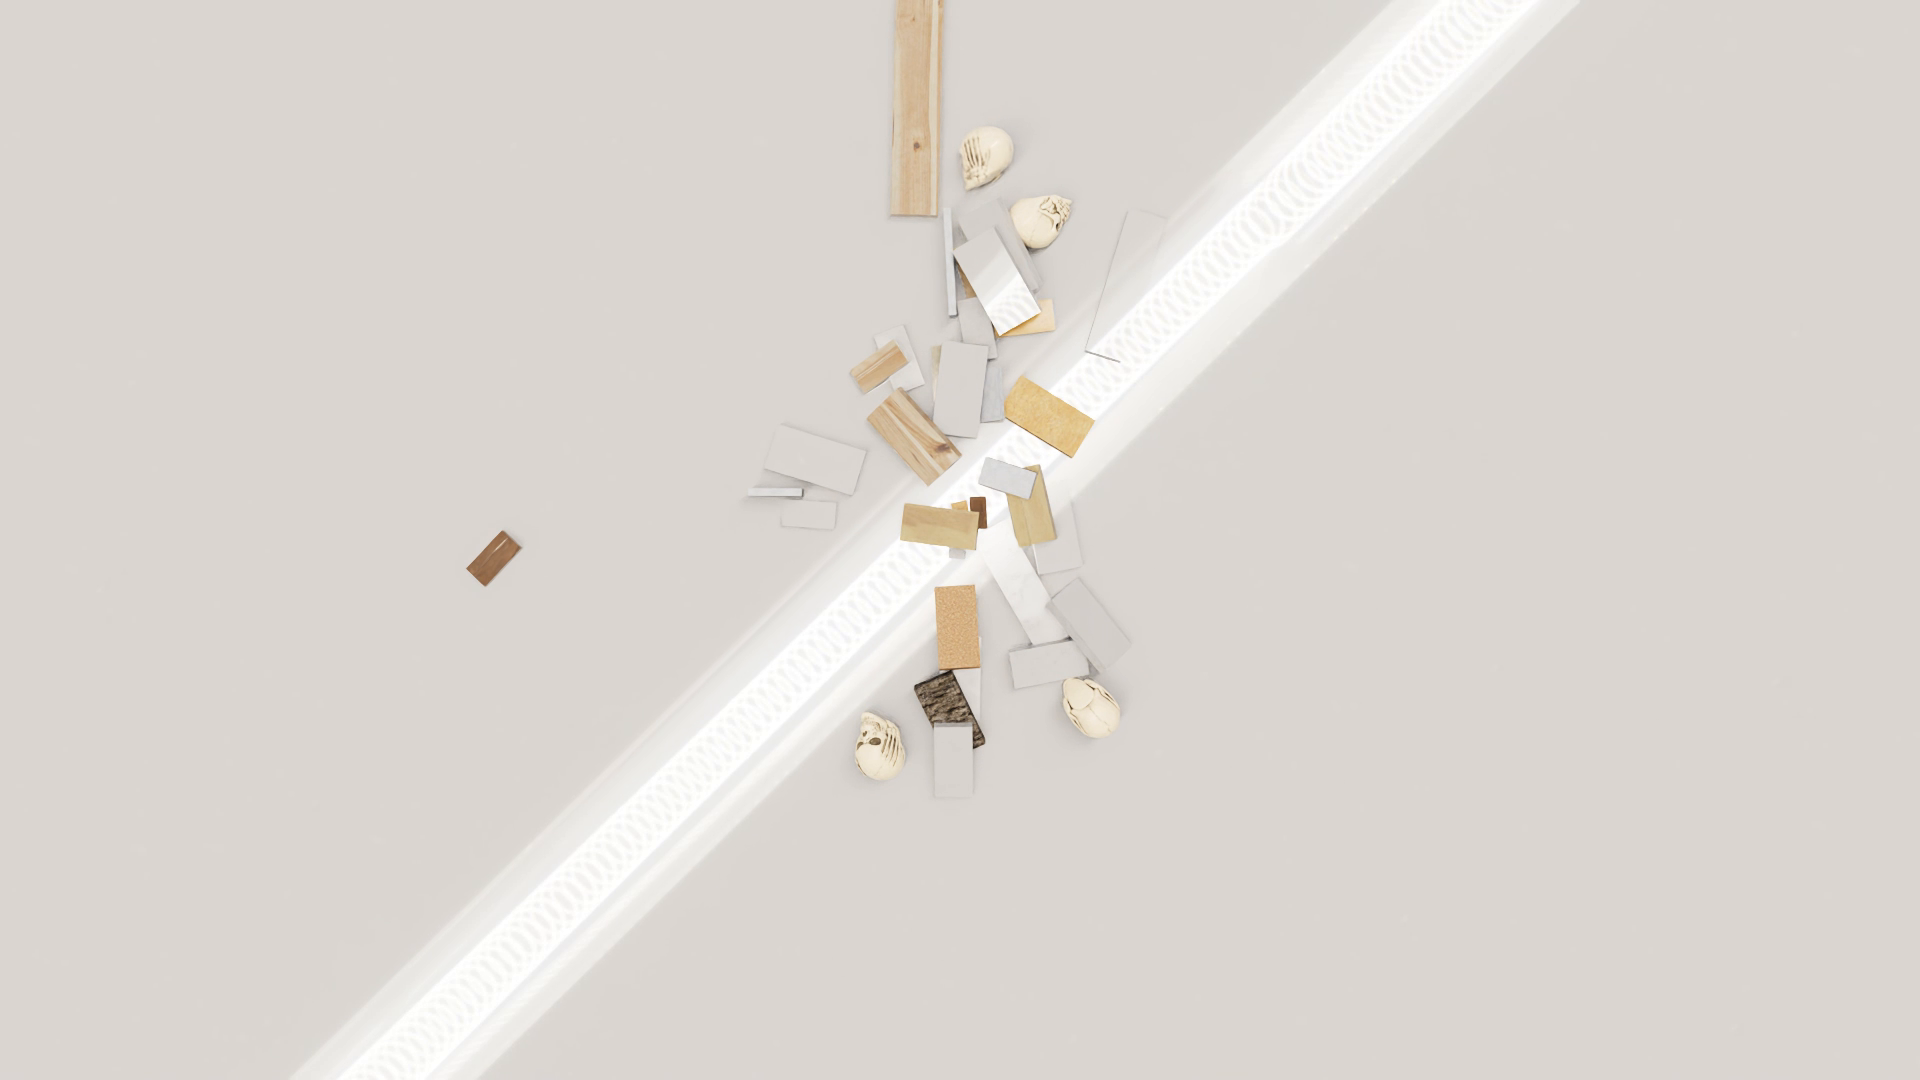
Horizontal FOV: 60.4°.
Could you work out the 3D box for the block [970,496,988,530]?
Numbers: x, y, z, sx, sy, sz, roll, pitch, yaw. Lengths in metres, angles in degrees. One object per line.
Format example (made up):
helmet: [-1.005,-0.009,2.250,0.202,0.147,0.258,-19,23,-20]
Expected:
block: [0.061,-0.090,5.484,0.054,0.015,0.109,-3,88,-14]

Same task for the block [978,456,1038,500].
block: [0.157,-0.204,5.422,0.182,0.026,0.091,19,99,16]

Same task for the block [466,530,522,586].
block: [-1.549,0.061,5.488,0.088,0.025,0.176,43,90,0]

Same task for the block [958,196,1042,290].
block: [0.133,-0.947,5.416,0.157,0.044,0.314,-21,100,31]

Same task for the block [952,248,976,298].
block: [0.043,-0.896,5.488,0.088,0.025,0.176,-16,90,0]

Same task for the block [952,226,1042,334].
block: [0.123,-0.847,5.388,0.157,0.044,0.314,-28,97,18]

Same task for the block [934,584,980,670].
block: [-0.009,0.290,5.449,0.136,0.039,0.273,-3,77,-1]

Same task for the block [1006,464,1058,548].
block: [0.230,-0.113,5.437,0.127,0.036,0.254,-13,89,18]

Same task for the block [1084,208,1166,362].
block: [0.549,-0.846,5.482,0.127,0.036,0.492,17,90,0]

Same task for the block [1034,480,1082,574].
block: [0.308,-0.042,5.479,0.145,0.041,0.291,-11,90,0]

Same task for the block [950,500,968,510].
block: [0.007,-0.075,5.492,0.054,0.015,0.109,-12,90,0]

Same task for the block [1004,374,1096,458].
block: [0.288,-0.409,5.479,0.291,0.041,0.145,31,90,0]

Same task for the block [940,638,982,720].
block: [0.000,0.460,5.481,0.136,0.039,0.273,1,90,0]

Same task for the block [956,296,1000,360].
block: [0.060,-0.698,5.469,0.104,0.030,0.209,-10,89,17]

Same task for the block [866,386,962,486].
block: [-0.151,-0.342,5.451,0.152,0.043,0.304,-42,90,23]

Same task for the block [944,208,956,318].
block: [-0.034,-0.914,5.456,0.025,0.088,0.351,-3,90,0]

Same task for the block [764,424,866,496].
block: [-0.479,-0.266,5.478,0.304,0.043,0.152,17,90,0]

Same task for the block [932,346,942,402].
block: [-0.046,-0.556,5.487,0.091,0.026,0.182,-2,90,0]

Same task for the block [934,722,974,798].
block: [-0.021,0.726,5.444,0.126,0.036,0.252,-1,108,1]

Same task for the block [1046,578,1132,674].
block: [0.426,0.283,5.440,0.291,0.041,0.145,51,53,0]

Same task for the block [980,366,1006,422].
block: [0.104,-0.481,5.460,0.025,0.088,0.176,-4,90,-44]

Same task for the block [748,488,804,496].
block: [-0.608,-0.157,5.456,0.175,0.088,0.025,0,90,0]

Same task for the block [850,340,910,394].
block: [-0.265,-0.575,5.461,0.182,0.026,0.091,-34,86,15]

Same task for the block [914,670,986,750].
block: [-0.033,0.576,5.435,0.136,0.039,0.273,-23,106,8]

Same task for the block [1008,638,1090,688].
block: [0.294,0.404,5.457,0.252,0.036,0.126,-10,104,-5]

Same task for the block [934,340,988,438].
block: [0.000,-0.498,5.446,0.152,0.043,0.304,7,102,-2]

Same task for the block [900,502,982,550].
block: [-0.066,-0.044,5.460,0.254,0.036,0.127,7,90,10]

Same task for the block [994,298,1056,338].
block: [0.207,-0.736,5.485,0.209,0.030,0.104,-7,90,0]

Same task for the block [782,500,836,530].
block: [-0.502,-0.086,5.488,0.176,0.025,0.088,4,90,0]

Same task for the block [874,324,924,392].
block: [-0.201,-0.598,5.485,0.104,0.030,0.209,-21,90,0]

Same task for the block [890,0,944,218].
block: [-0.142,-1.441,5.478,0.157,0.044,0.728,1,90,0]

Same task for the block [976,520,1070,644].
block: [0.203,0.152,5.482,0.126,0.036,0.439,-30,90,0]

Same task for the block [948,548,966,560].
block: [-0.008,0.008,5.478,0.054,0.015,0.109,3,93,10]
